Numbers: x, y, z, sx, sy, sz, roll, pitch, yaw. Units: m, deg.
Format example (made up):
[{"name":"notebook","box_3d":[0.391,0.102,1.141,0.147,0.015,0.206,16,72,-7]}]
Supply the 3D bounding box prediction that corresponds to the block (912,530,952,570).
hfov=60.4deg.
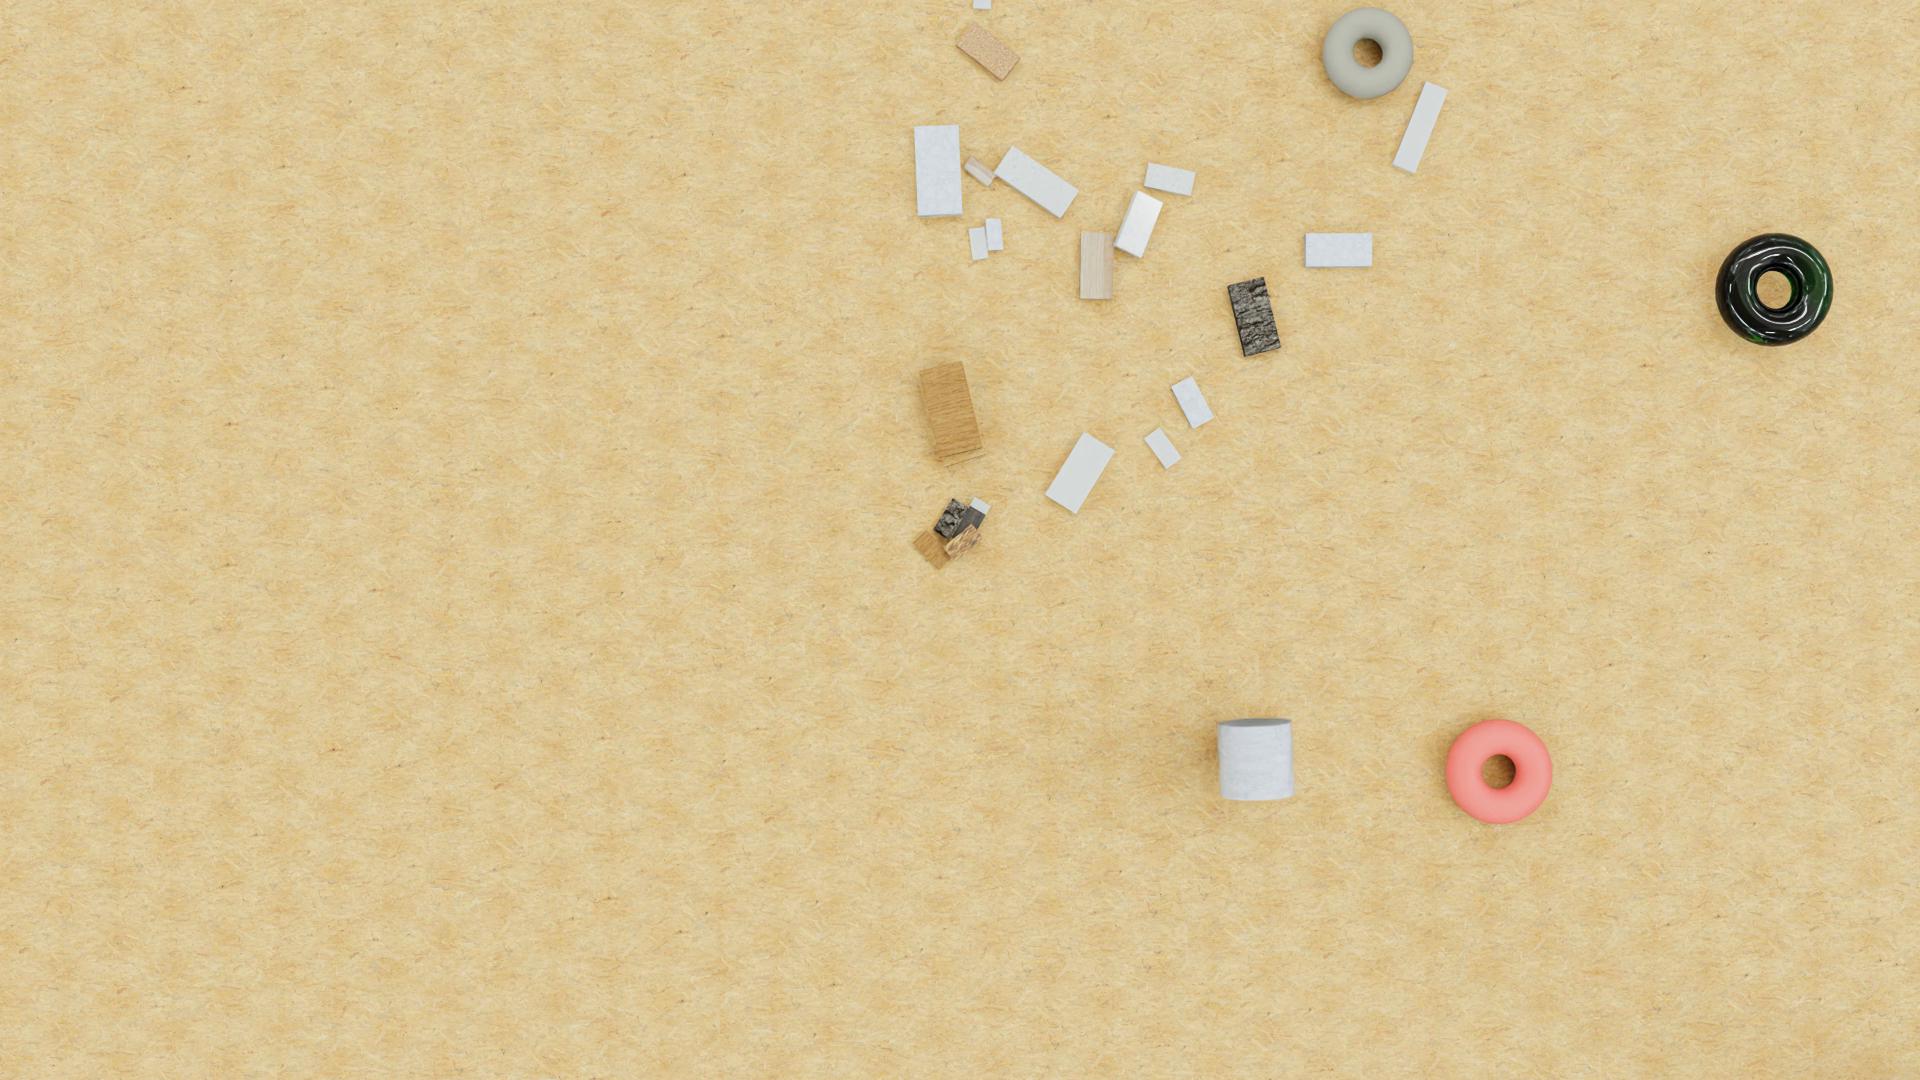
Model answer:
[{"name":"block","box_3d":[-0.091,0.034,5.491,0.063,0.018,0.126,-45,90,0]}]

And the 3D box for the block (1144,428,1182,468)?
[{"name":"block","box_3d":[0.675,-0.305,5.491,0.063,0.018,0.126,-36,90,0]}]

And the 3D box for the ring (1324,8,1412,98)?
[{"name":"ring","box_3d":[1.349,-1.610,5.451,0.300,0.100,0.300,0,91,-1]}]

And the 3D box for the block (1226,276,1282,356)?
[{"name":"block","box_3d":[0.978,-0.742,5.483,0.121,0.034,0.241,-14,90,0]}]

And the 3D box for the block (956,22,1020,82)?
[{"name":"block","box_3d":[0.093,-1.624,5.486,0.195,0.028,0.098,38,90,0]}]

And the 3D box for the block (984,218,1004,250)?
[{"name":"block","box_3d":[0.113,-1.016,5.486,0.052,0.015,0.103,-5,90,-17]}]

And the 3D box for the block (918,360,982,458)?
[{"name":"block","box_3d":[-0.031,-0.430,5.438,0.147,0.042,0.293,-13,90,0]}]

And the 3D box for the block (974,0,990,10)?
[{"name":"block","box_3d":[0.076,-1.825,5.492,0.057,0.016,0.114,3,90,0]}]

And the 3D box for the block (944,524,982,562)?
[{"name":"block","box_3d":[0.011,0.010,5.457,0.122,0.017,0.061,-40,90,0]}]

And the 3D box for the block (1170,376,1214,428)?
[{"name":"block","box_3d":[0.773,-0.458,5.489,0.079,0.022,0.158,-28,90,0]}]

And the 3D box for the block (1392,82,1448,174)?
[{"name":"block","box_3d":[1.530,-1.371,5.489,0.079,0.022,0.296,22,90,0]}]

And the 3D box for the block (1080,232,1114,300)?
[{"name":"block","box_3d":[0.454,-0.910,5.485,0.109,0.031,0.218,1,90,0]}]

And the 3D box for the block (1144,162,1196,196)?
[{"name":"block","box_3d":[0.697,-1.199,5.489,0.158,0.022,0.079,12,90,0]}]

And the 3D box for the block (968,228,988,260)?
[{"name":"block","box_3d":[0.062,-0.987,5.493,0.052,0.015,0.104,-8,90,0]}]

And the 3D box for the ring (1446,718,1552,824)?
[{"name":"ring","box_3d":[1.778,0.764,5.443,0.348,0.116,0.348,0,91,1]}]

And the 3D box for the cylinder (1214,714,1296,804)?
[{"name":"cylinder","box_3d":[0.963,0.713,5.382,0.236,0.236,0.236,-9,97,0]}]

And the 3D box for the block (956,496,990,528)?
[{"name":"block","box_3d":[0.044,-0.075,5.491,0.061,0.017,0.122,31,90,0]}]

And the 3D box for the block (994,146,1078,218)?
[{"name":"block","box_3d":[0.254,-1.188,5.485,0.267,0.031,0.109,34,90,0]}]

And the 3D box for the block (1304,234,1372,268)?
[{"name":"block","box_3d":[1.257,-0.963,5.485,0.218,0.031,0.109,0,90,0]}]

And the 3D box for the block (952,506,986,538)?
[{"name":"block","box_3d":[0.029,-0.046,5.474,0.061,0.017,0.122,31,90,0]}]

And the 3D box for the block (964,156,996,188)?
[{"name":"block","box_3d":[0.066,-1.224,5.479,0.104,0.015,0.052,38,127,0]}]

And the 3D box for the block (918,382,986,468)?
[{"name":"block","box_3d":[-0.025,-0.404,5.479,0.147,0.042,0.293,-18,90,0]}]

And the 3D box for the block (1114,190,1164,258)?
[{"name":"block","box_3d":[0.591,-1.047,5.471,0.098,0.028,0.195,22,90,-19]}]

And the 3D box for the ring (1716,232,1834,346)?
[{"name":"ring","box_3d":[2.685,-0.825,5.439,0.377,0.126,0.377,0,89,1]}]

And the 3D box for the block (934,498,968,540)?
[{"name":"block","box_3d":[-0.031,-0.070,5.475,0.063,0.018,0.126,32,90,33]}]

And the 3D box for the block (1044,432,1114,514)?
[{"name":"block","box_3d":[0.398,-0.223,5.483,0.121,0.034,0.245,32,90,0]}]

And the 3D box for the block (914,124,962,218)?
[{"name":"block","box_3d":[-0.072,-1.225,5.479,0.147,0.042,0.293,-3,90,0]}]
